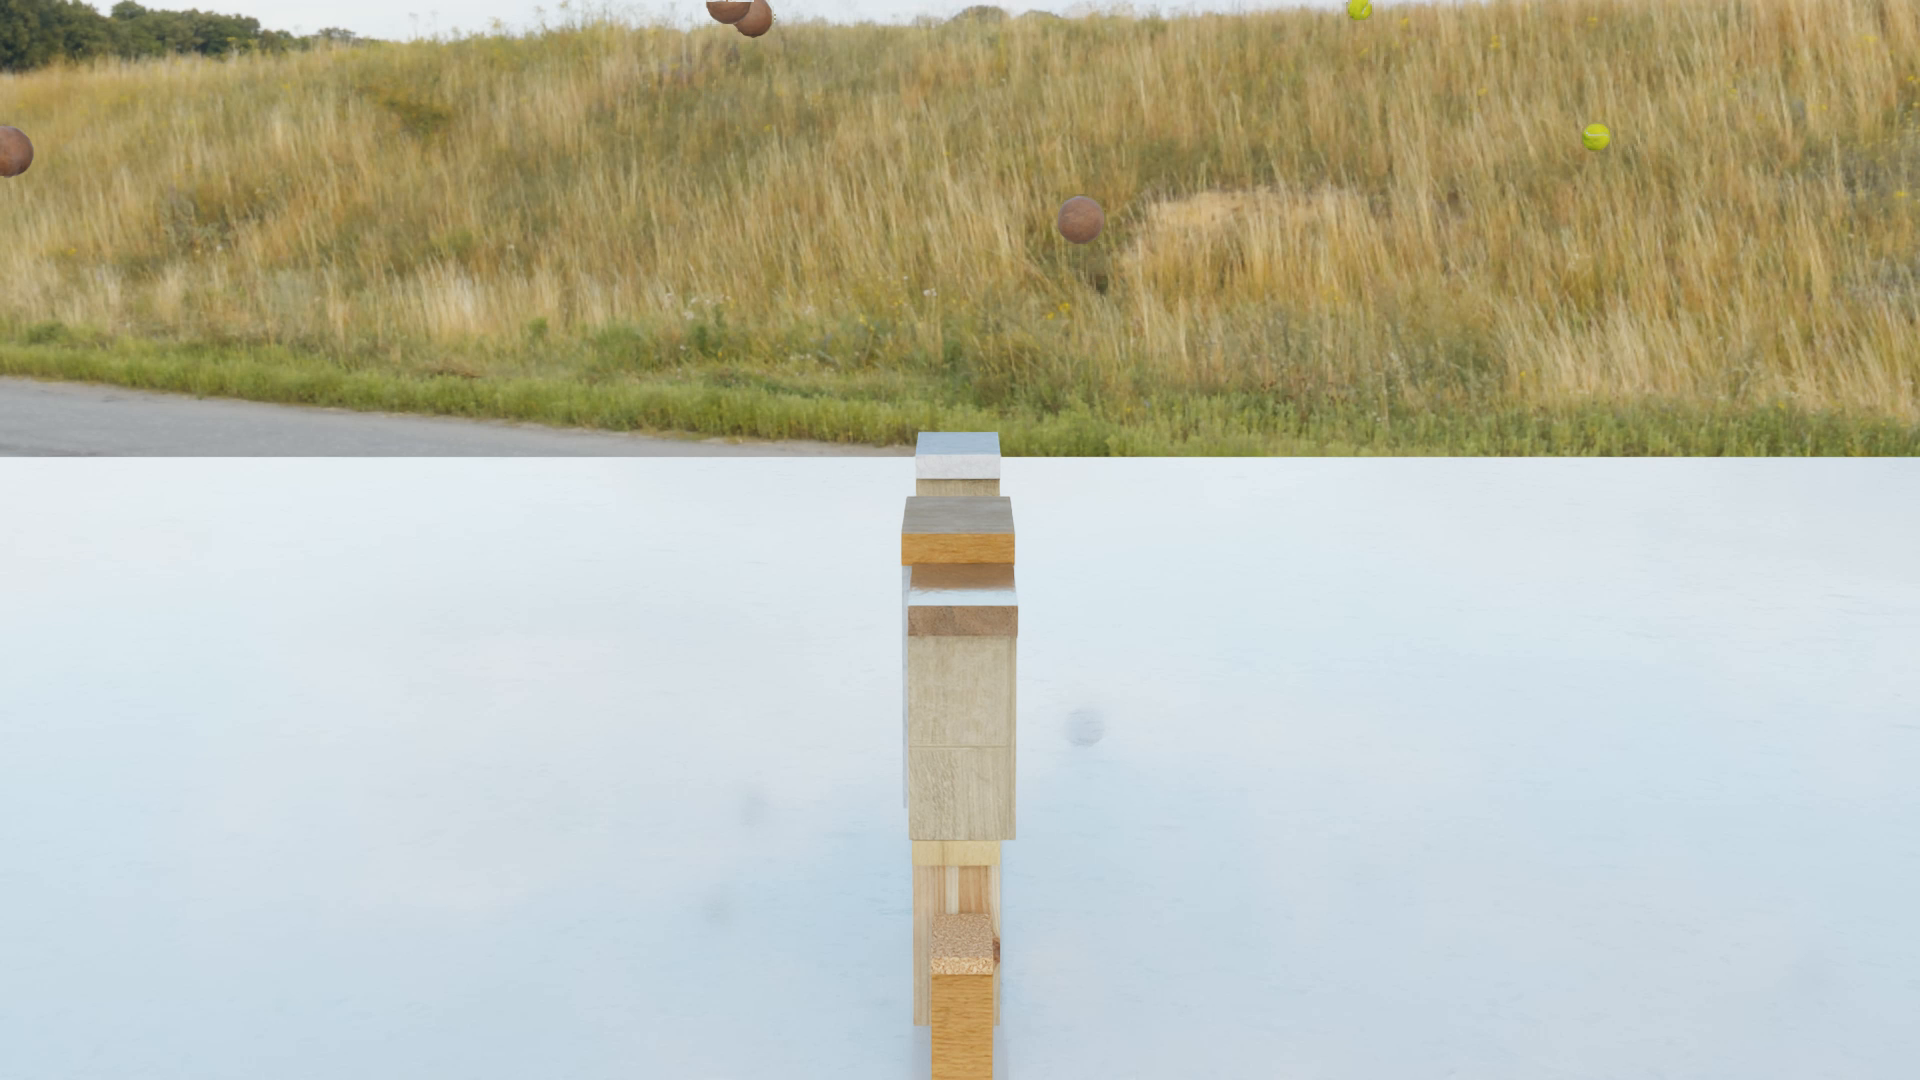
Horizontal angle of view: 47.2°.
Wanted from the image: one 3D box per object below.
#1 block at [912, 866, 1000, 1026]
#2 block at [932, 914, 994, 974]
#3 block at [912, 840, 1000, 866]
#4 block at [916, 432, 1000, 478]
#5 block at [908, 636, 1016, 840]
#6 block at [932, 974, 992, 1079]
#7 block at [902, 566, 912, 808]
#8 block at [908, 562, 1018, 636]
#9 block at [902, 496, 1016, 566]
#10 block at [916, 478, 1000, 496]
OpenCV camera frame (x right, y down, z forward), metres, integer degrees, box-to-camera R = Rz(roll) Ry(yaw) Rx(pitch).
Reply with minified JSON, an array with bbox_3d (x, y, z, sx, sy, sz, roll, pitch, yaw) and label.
[{"bbox_3d":[-0.005,0.566,3.122,0.123,0.247,0.035,0,11,0],"label":"block"},{"bbox_3d":[0.003,0.544,2.963,0.081,0.023,0.163,0,11,0],"label":"block"},{"bbox_3d":[-0.005,0.413,3.177,0.123,0.035,0.247,0,11,0],"label":"block"},{"bbox_3d":[-0.003,-0.153,3.935,0.147,0.042,0.293,0,11,0],"label":"block"},{"bbox_3d":[0.003,0.267,3.050,0.149,0.298,0.042,0,11,0],"label":"block"},{"bbox_3d":[0.003,0.645,2.927,0.081,0.163,0.023,0,11,0],"label":"block"},{"bbox_3d":[-0.003,0.217,3.356,0.169,0.386,0.048,0,11,0],"label":"block"},{"bbox_3d":[0.004,0.082,3.117,0.149,0.042,0.298,0,11,0],"label":"block"},{"bbox_3d":[-0.003,-0.017,3.427,0.169,0.048,0.338,0,11,0],"label":"block"},{"bbox_3d":[-0.004,0.029,3.869,0.147,0.293,0.042,0,11,0],"label":"block"}]
